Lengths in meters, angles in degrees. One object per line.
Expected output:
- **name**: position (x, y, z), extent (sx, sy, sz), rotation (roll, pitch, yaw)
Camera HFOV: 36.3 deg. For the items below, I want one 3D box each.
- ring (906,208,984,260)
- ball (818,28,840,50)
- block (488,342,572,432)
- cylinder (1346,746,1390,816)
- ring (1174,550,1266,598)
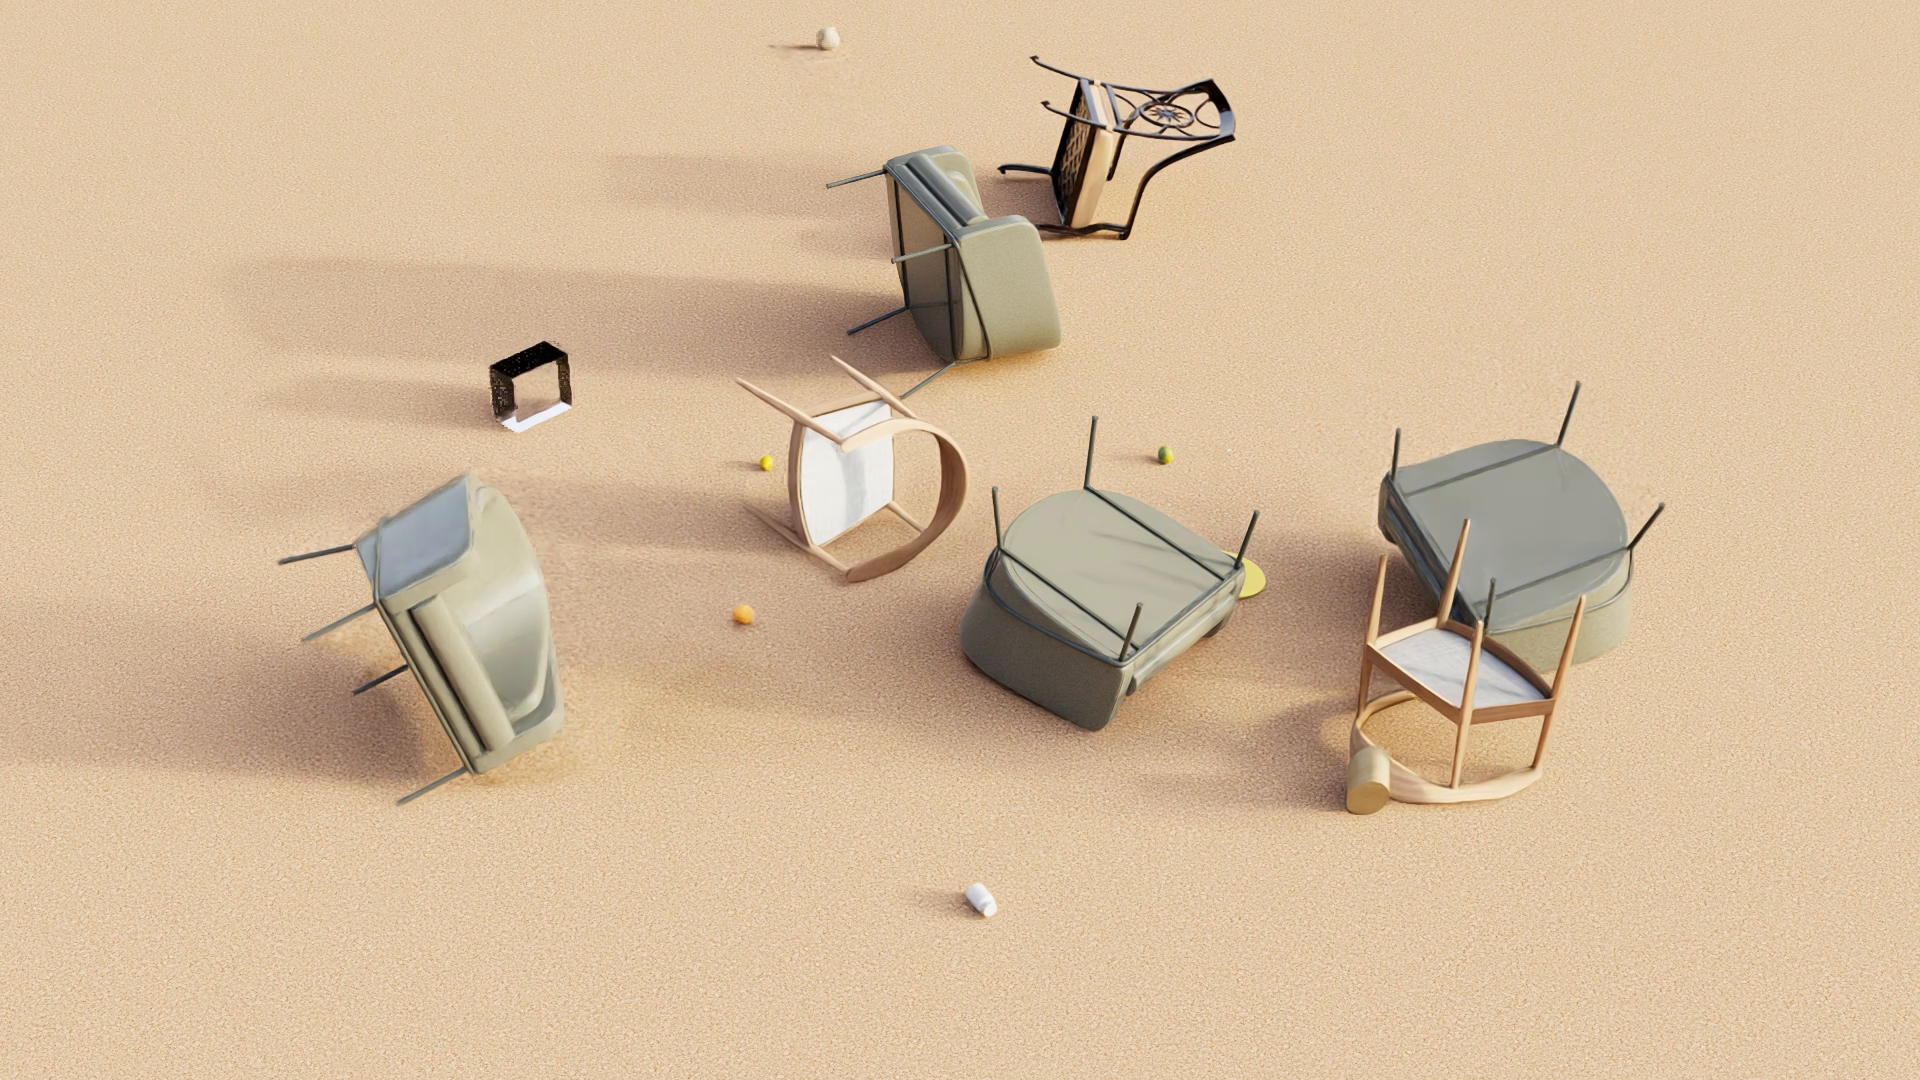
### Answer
- **ring**: position (-0.067, -1.347, 12.869), extent (0.348, 0.135, 0.345), rotation (-21, 40, -30)
- **ball**: position (-0.656, -2.500, 14.643), extent (0.106, 0.106, 0.106), rotation (0, 33, 0)
- **block**: position (-1.704, -0.608, 11.645), extent (0.150, 0.245, 0.278), rotation (28, 43, 36)
- **cylinder**: position (1.332, 0.787, 9.568), extent (0.128, 0.180, 0.148), rotation (18, 46, -9)
- **ring**: position (0.948, 0.122, 10.720), extent (0.358, 0.044, 0.277), rotation (21, 39, 29)
